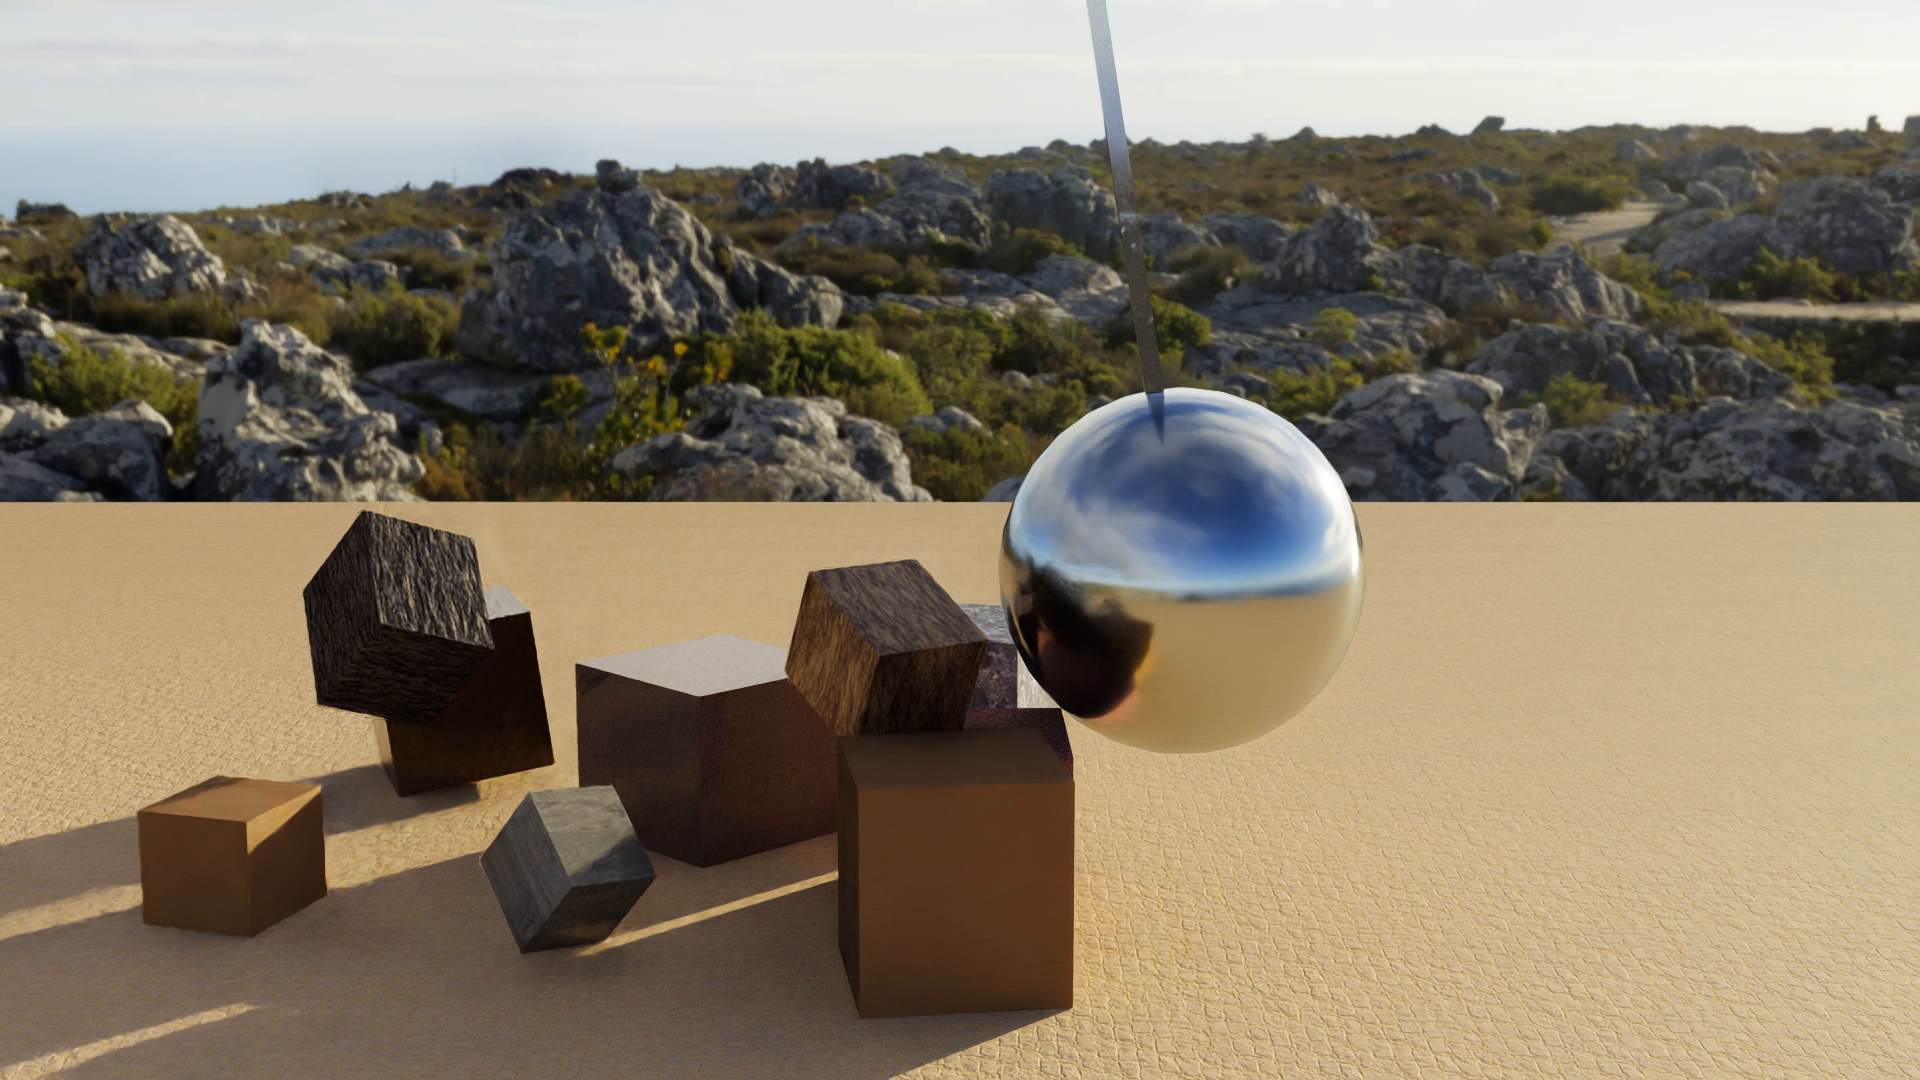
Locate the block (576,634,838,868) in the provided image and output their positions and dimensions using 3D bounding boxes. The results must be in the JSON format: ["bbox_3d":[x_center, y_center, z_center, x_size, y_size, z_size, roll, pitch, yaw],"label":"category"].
[{"bbox_3d":[-1.154,0.966,12.043,0.897,0.790,0.926,-10,14,-43],"label":"block"}]

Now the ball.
[{"bbox_3d":[0.966,0.135,11.205,1.600,1.600,1.600,0,10,0],"label":"ball"}]

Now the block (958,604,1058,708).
[{"bbox_3d":[-0.059,0.813,12.724,0.939,0.848,0.832,3,11,16],"label":"block"}]

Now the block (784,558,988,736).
[{"bbox_3d":[-0.314,0.482,10.671,0.527,0.512,0.600,-7,37,-33],"label":"block"}]

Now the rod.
[{"bbox_3d":[0.419,-3.166,10.605,0.080,5.200,0.080,-9,10,2],"label":"rod"}]

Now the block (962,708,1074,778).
[{"bbox_3d":[-0.013,1.187,10.916,0.932,0.759,0.836,0,10,-1],"label":"block"}]

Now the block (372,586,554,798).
[{"bbox_3d":[-2.558,0.750,12.959,0.777,0.795,0.711,-11,13,-18],"label":"block"}]

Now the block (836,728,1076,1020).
[{"bbox_3d":[-0.031,1.282,10.025,0.816,0.891,0.815,-1,10,-8],"label":"block"}]

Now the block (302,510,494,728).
[{"bbox_3d":[-2.635,0.374,12.014,0.582,0.614,0.684,16,40,-37],"label":"block"}]

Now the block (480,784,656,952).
[{"bbox_3d":[-1.584,1.323,10.353,0.407,0.464,0.456,-1,50,-44],"label":"block"}]

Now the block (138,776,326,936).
[{"bbox_3d":[-3.077,1.331,10.870,0.520,0.493,0.572,3,11,17],"label":"block"}]
